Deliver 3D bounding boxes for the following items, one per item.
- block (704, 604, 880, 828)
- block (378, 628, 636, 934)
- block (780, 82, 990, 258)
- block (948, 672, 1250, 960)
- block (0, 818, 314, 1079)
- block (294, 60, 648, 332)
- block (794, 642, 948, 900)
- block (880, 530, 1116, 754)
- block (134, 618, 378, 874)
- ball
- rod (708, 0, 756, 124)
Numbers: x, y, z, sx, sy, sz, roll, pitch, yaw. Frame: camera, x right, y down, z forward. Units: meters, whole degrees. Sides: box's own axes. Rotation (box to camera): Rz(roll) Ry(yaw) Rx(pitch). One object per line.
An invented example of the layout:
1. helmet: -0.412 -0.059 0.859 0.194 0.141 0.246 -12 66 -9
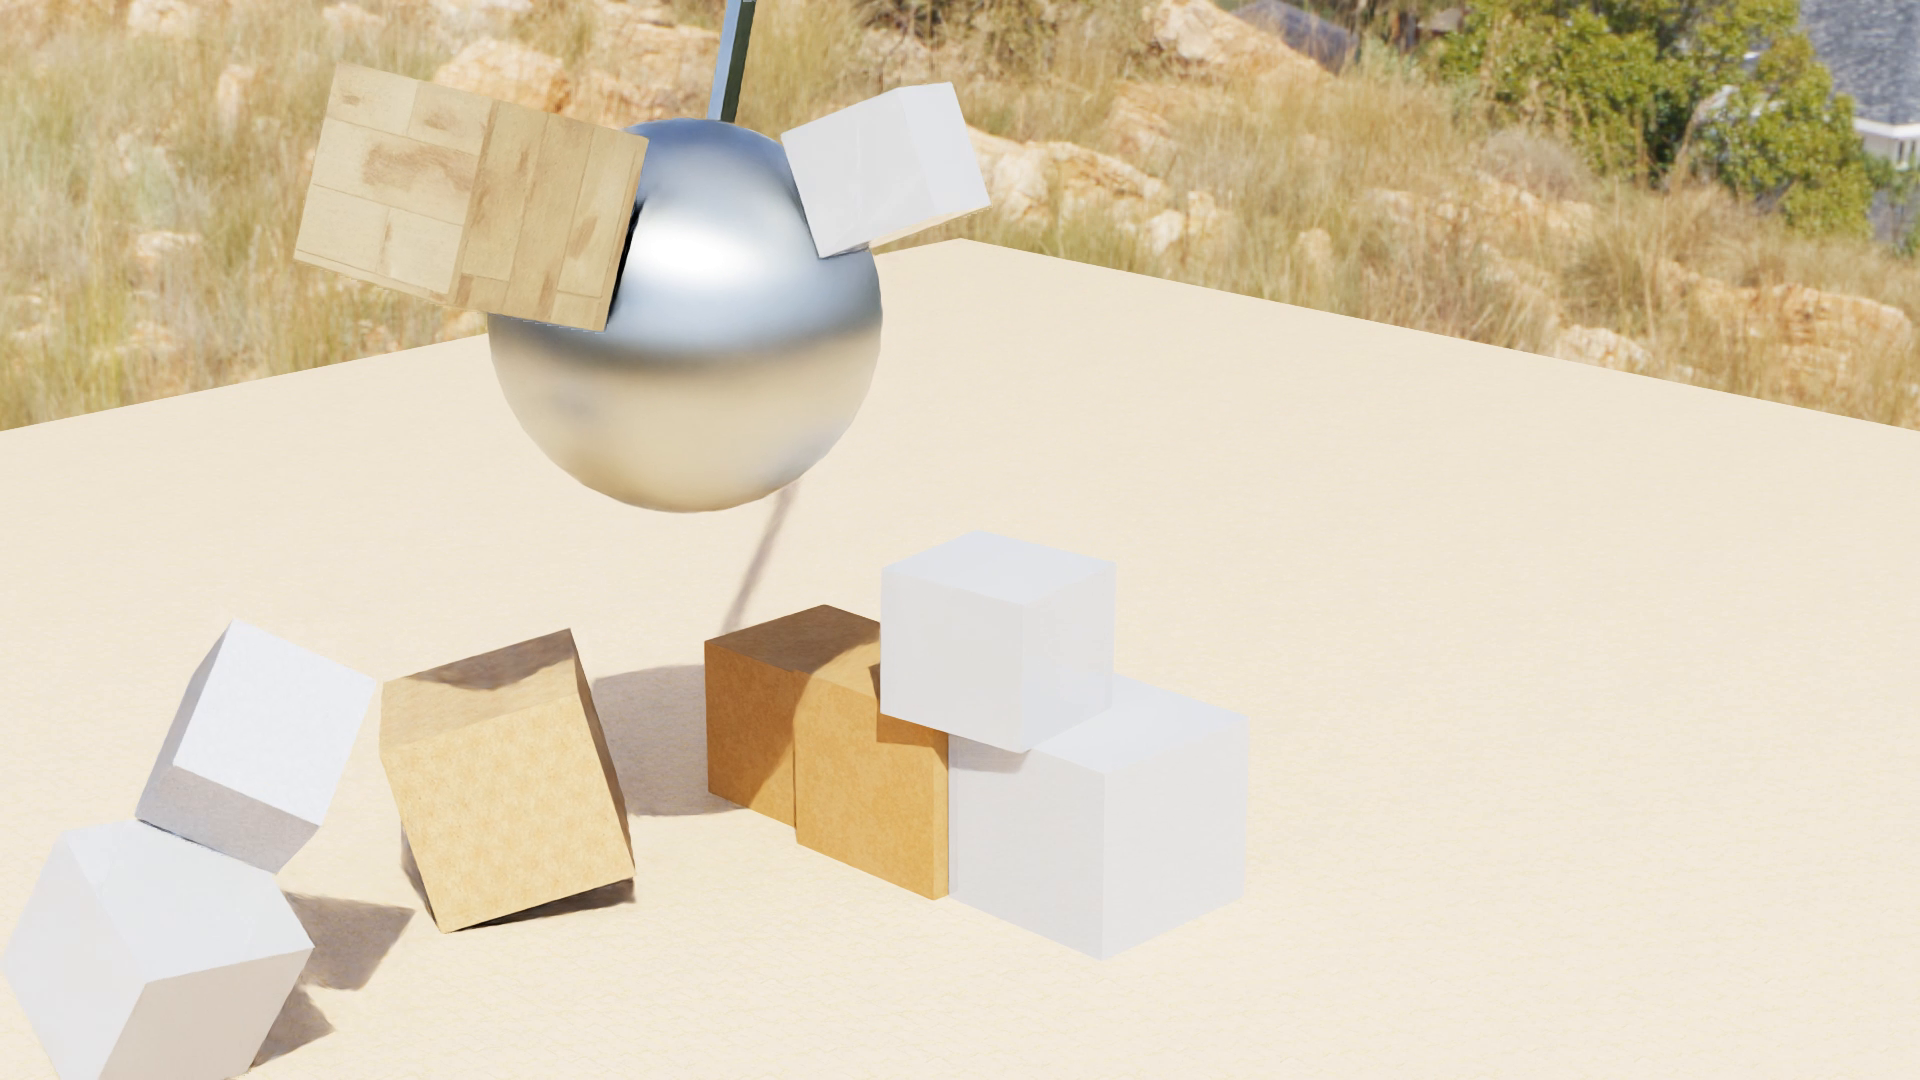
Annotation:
1. block: -0.684 0.860 14.296 0.772 0.786 0.793 17 24 42
2. block: -2.030 1.065 13.145 0.885 0.897 0.874 -16 19 -5
3. block: -0.287 -1.436 11.366 0.548 0.501 0.446 -17 3 30
4. block: 0.615 1.197 13.094 0.950 0.865 0.934 -17 24 -42
5. block: -3.108 1.605 11.324 0.728 0.775 0.748 -6 48 -46
6. block: -1.810 -1.271 10.886 0.809 0.745 0.843 18 7 34
7. block: -0.105 1.007 13.682 0.956 0.874 0.920 -17 24 -42
8. block: 0.168 0.434 12.930 0.763 0.676 0.705 14 22 34
9. block: -2.698 0.797 11.222 0.589 0.637 0.634 26 -32 -17
10. ball: -1.112 -0.905 11.892 1.600 1.600 1.600 0 17 0
11. rod: -0.482 -4.224 11.509 0.080 5.200 0.080 17 9 42
